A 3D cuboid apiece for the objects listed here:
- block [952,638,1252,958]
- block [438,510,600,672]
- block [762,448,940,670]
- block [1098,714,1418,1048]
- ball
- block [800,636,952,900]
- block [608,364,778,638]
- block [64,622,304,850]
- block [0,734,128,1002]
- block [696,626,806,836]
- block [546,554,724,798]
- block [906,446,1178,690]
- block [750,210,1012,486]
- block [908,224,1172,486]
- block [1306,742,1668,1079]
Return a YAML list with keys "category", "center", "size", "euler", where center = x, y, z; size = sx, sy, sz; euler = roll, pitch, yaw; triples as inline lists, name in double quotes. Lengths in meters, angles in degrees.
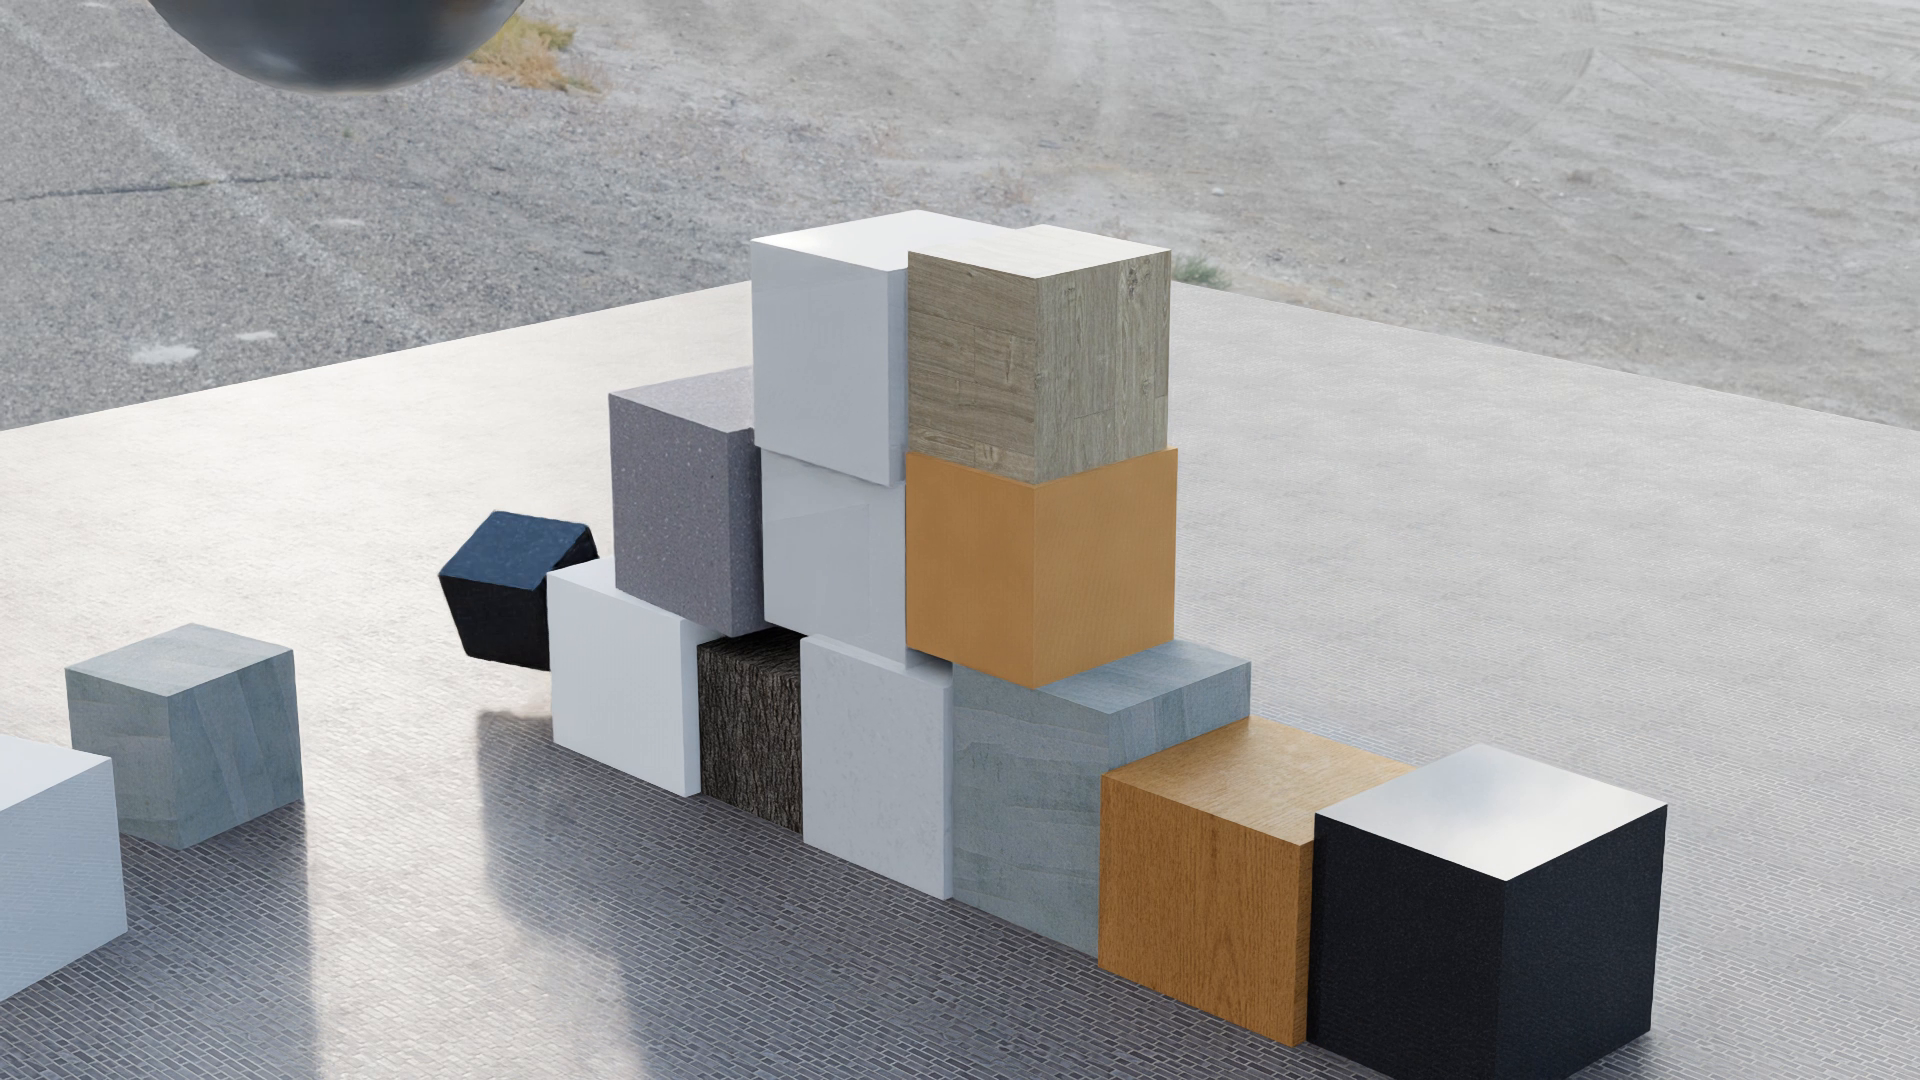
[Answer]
- category: "block"
  center: [0.624, 1.072, 13.043]
  size: [0.928, 1.134, 0.928]
  euler: [-17, 24, -42]
- category: "block"
  center: [-2.338, 0.277, 15.845]
  size: [0.622, 0.576, 0.573]
  euler: [9, 41, 26]
- category: "block"
  center: [-0.266, -0.024, 13.597]
  size: [0.881, 0.861, 0.958]
  euler: [-16, 24, -42]
- category: "block"
  center: [1.317, 1.409, 12.388]
  size: [1.059, 0.883, 0.997]
  euler: [17, 24, 42]
- category: "ball"
  center: [-2.201, -2.364, 10.292]
  size: [1.600, 1.600, 1.600]
  euler: [0, 17, 0]
- category: "block"
  center: [-0.054, 0.933, 13.682]
  size: [0.935, 1.015, 0.996]
  euler: [17, 24, 42]
- category: "block"
  center: [-1.061, -0.211, 14.292]
  size: [0.870, 1.002, 0.974]
  euler: [-14, 22, -38]
- category: "block"
  center: [-3.722, 0.930, 14.105]
  size: [0.704, 0.768, 0.793]
  euler: [11, 21, 32]
- category: "block"
  center: [-4.188, 1.389, 12.563]
  size: [0.773, 0.817, 0.838]
  euler: [8, 19, 25]
- category: "block"
  center: [-0.673, 0.864, 14.317]
  size: [0.898, 0.767, 0.797]
  euler: [-17, 24, -42]
- category: "block"
  center: [-1.342, 0.601, 14.909]
  size: [1.054, 0.914, 1.047]
  euler: [-17, 24, -42]
- category: "block"
  center: [0.361, 0.034, 12.963]
  size: [0.909, 0.894, 0.778]
  euler: [-17, 24, -42]
- category: "block"
  center: [-0.255, -0.897, 13.339]
  size: [1.023, 0.960, 0.920]
  euler: [-16, 23, -41]
- category: "block"
  center: [0.342, -0.822, 12.718]
  size: [0.830, 0.886, 0.771]
  euler: [-16, 24, -41]
- category: "block"
  center: [2.110, 1.539, 11.778]
  size: [1.082, 1.001, 0.918]
  euler: [-16, 24, -42]
